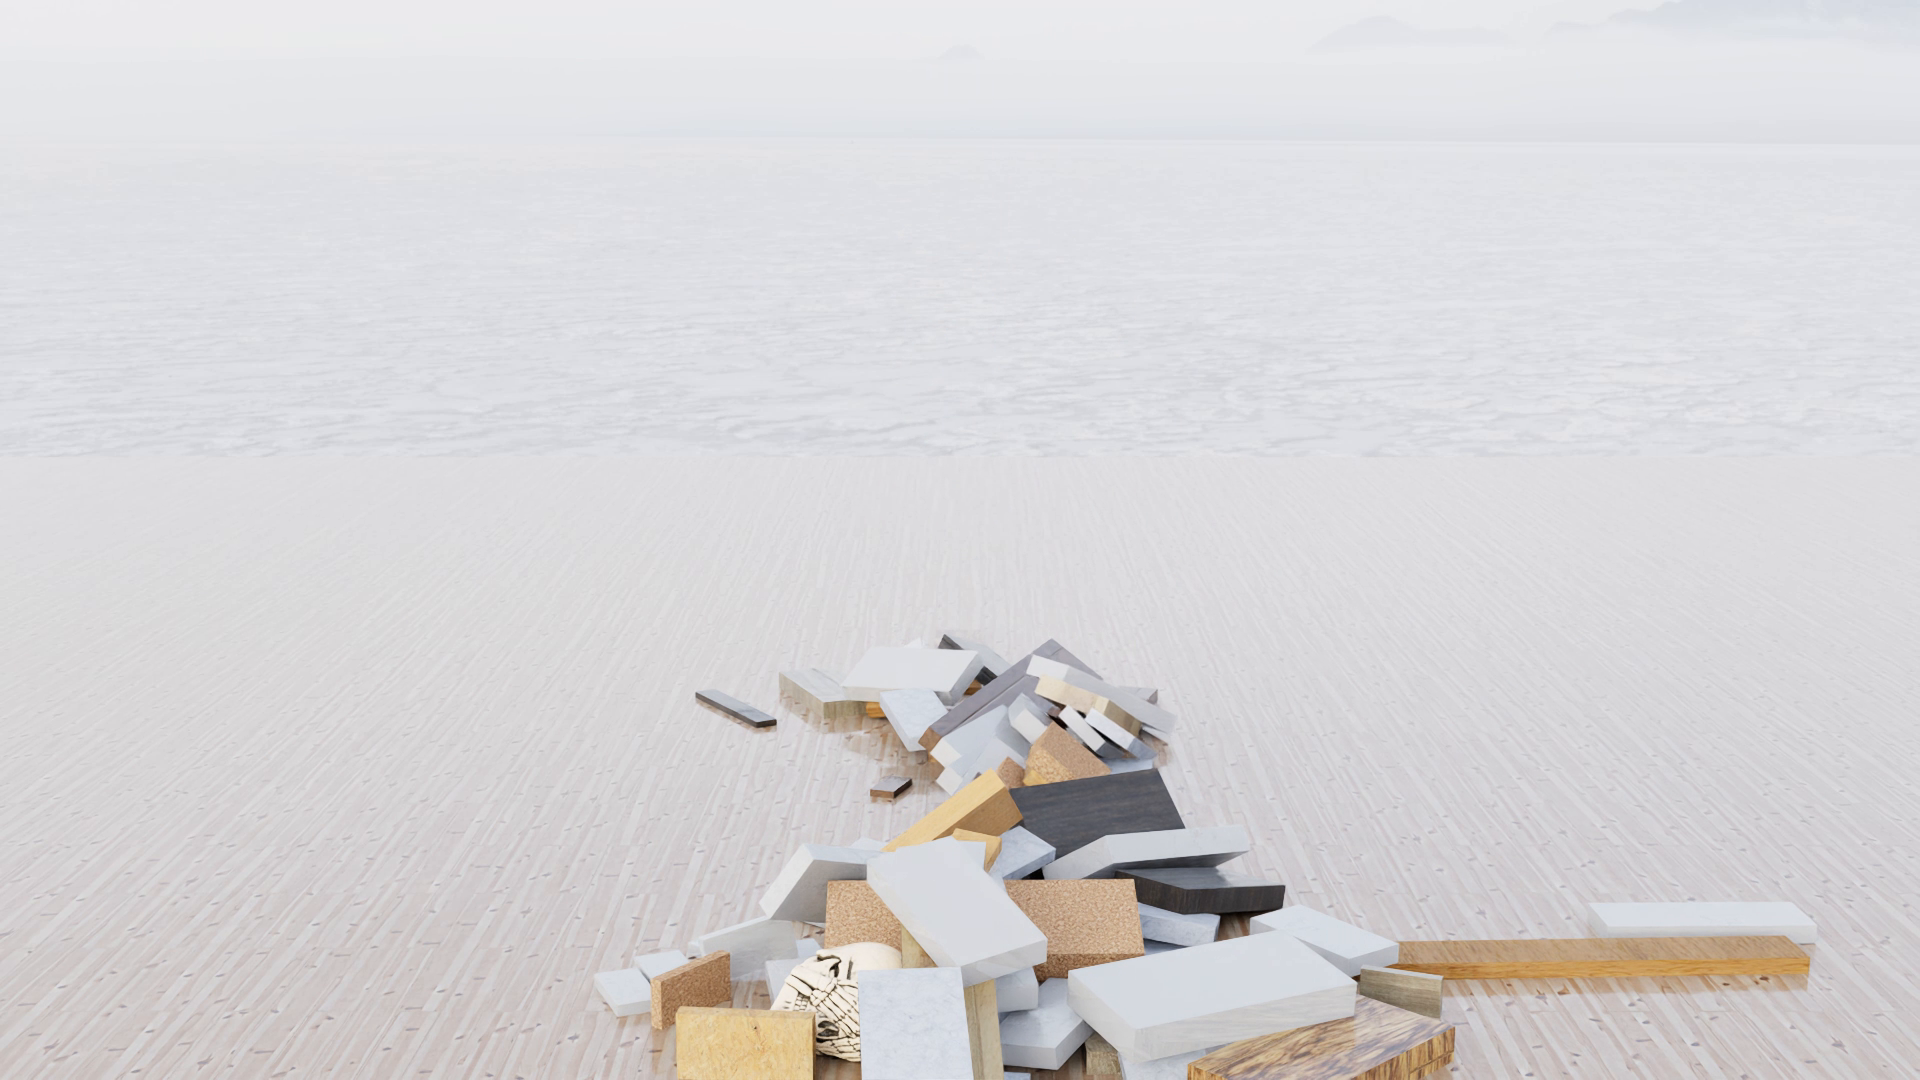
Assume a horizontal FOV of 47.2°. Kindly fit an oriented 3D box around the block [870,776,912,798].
[{"bbox_3d":[-0.133,0.476,4.243,0.049,0.014,0.097,4,11,20],"label":"block"}]

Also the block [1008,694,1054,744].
[{"bbox_3d":[0.165,0.376,4.288,0.146,0.041,0.292,42,2,-1],"label":"block"}]

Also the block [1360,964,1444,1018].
[{"bbox_3d":[0.637,0.652,3.177,0.116,0.058,0.016,4,11,22],"label":"block"}]

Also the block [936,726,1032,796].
[{"bbox_3d":[0.078,0.446,4.110,0.146,0.041,0.293,42,23,11],"label":"block"}]

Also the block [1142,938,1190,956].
[{"bbox_3d":[0.262,0.632,3.353,0.115,0.033,0.230,-10,14,-42],"label":"block"}]

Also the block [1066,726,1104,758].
[{"bbox_3d":[0.258,0.415,4.407,0.022,0.076,0.152,-45,11,2],"label":"block"}]

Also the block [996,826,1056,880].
[{"bbox_3d":[0.066,0.514,3.516,0.165,0.023,0.082,-21,37,-40],"label":"block"}]

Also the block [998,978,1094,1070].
[{"bbox_3d":[0.128,0.664,3.032,0.109,0.031,0.219,-2,12,28],"label":"block"}]

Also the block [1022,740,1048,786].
[{"bbox_3d":[0.170,0.429,3.996,0.103,0.029,0.282,40,8,-1],"label":"block"}]

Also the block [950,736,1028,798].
[{"bbox_3d":[0.057,0.456,3.958,0.113,0.032,0.226,37,37,2],"label":"block"}]

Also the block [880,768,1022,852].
[{"bbox_3d":[-0.036,0.487,3.502,0.280,0.140,0.040,-36,59,-6],"label":"block"}]

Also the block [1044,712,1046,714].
[{"bbox_3d":[0.138,0.377,4.502,0.076,0.022,0.152,33,20,-4],"label":"block"}]

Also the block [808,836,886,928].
[{"bbox_3d":[-0.180,0.561,3.594,0.107,0.030,0.214,10,28,34],"label":"block"}]

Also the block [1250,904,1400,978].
[{"bbox_3d":[0.552,0.608,3.345,0.105,0.030,0.211,-7,13,-35],"label":"block"}]

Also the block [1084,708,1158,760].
[{"bbox_3d":[0.316,0.386,4.304,0.103,0.029,0.206,34,-2,22],"label":"block"}]

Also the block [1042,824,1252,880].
[{"bbox_3d":[0.306,0.519,3.584,0.319,0.045,0.160,2,-26,-41],"label":"block"}]

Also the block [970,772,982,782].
[{"bbox_3d":[0.043,0.496,3.814,0.113,0.032,0.226,35,26,-1],"label":"block"}]

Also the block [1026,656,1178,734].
[{"bbox_3d":[0.297,0.324,4.601,0.295,0.042,0.148,26,-6,-28],"label":"block"}]

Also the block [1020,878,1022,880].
[{"bbox_3d":[0.024,0.547,3.495,0.072,0.021,0.145,25,34,34],"label":"block"}]

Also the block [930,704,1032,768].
[{"bbox_3d":[0.067,0.414,4.268,0.146,0.041,0.293,42,23,13],"label":"block"}]

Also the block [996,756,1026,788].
[{"bbox_3d":[0.101,0.458,3.843,0.113,0.032,0.226,40,15,0],"label":"block"}]

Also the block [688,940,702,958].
[{"bbox_3d":[-0.351,0.627,3.421,0.130,0.018,0.065,-10,14,-43],"label":"block"}]

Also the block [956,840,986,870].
[{"bbox_3d":[-0.003,0.485,3.176,0.073,0.021,0.146,2,27,3],"label":"block"}]

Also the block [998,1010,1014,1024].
[{"bbox_3d":[0.055,0.677,3.037,0.017,0.058,0.117,-15,2,30],"label":"block"}]

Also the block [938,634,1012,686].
[{"bbox_3d":[0.072,0.292,4.901,0.130,0.037,0.261,18,11,-37],"label":"block"}]

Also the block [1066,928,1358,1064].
[{"bbox_3d":[0.346,0.624,3.025,0.355,0.050,0.178,-5,18,-26],"label":"block"}]

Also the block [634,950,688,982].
[{"bbox_3d":[-0.433,0.651,3.285,0.071,0.020,0.142,-5,11,-23],"label":"block"}]

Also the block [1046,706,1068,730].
[{"bbox_3d":[0.247,0.392,4.538,0.022,0.076,0.152,-48,29,-16],"label":"block"}]

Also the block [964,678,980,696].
[{"bbox_3d":[-0.014,0.316,4.888,0.110,0.031,0.221,0,11,-2],"label":"block"}]

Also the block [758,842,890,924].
[{"bbox_3d":[-0.178,0.526,3.346,0.245,0.122,0.035,15,27,-48],"label":"block"}]

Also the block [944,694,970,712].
[{"bbox_3d":[-0.004,0.363,4.646,0.093,0.026,0.185,3,11,16],"label":"block"}]

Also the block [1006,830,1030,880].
[{"bbox_3d":[0.208,0.512,3.738,0.282,0.141,0.040,-8,-31,-37],"label":"block"}]

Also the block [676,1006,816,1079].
[{"bbox_3d":[-0.286,0.677,2.947,0.184,0.092,0.026,1,11,6],"label":"block"}]

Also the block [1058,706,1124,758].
[{"bbox_3d":[0.261,0.385,4.338,0.103,0.029,0.206,44,2,19],"label":"block"}]
